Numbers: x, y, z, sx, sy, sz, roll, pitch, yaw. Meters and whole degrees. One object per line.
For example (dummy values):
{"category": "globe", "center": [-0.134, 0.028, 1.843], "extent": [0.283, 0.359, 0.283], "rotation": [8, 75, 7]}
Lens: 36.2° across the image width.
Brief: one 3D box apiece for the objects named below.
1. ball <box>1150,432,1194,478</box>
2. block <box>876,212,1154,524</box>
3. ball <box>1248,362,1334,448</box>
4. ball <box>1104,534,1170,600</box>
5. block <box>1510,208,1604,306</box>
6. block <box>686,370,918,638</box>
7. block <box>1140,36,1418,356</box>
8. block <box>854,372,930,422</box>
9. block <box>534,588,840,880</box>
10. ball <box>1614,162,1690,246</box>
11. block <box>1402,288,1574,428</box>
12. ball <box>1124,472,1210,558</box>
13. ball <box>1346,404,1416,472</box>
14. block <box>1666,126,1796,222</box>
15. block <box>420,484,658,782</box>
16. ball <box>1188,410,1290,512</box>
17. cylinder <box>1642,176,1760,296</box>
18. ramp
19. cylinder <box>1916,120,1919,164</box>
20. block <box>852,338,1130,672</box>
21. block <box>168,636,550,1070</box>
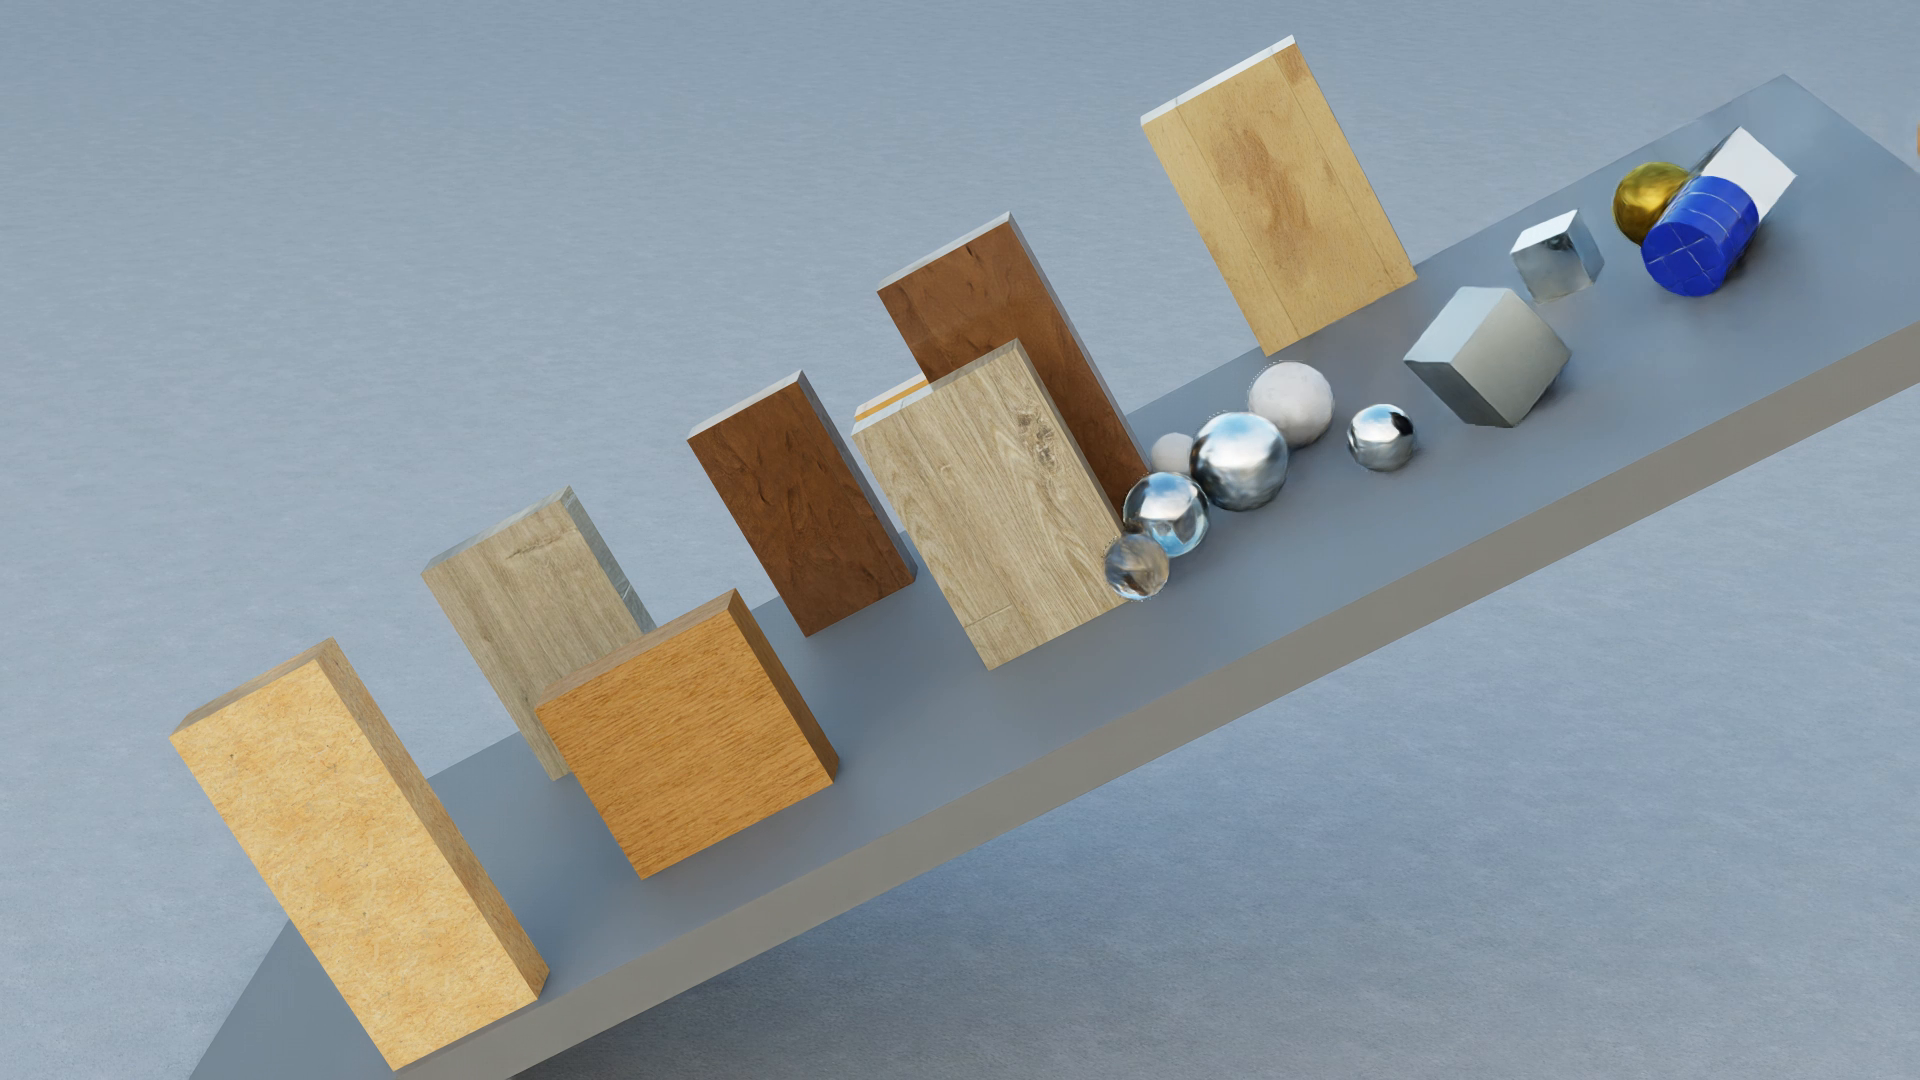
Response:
{"category": "ball", "center": [0.449, -0.167, 6.110], "extent": [0.111, 0.111, 0.111], "rotation": [0, 18, 0]}
{"category": "block", "center": [0.147, -0.278, 6.081], "extent": [0.305, 0.741, 0.101], "rotation": [-27, 14, 11]}
{"category": "ball", "center": [0.692, -0.282, 6.150], "extent": [0.180, 0.180, 0.180], "rotation": [0, 18, 0]}
{"category": "ball", "center": [0.342, 0.051, 5.708], "extent": [0.129, 0.129, 0.129], "rotation": [0, 18, 0]}
{"category": "block", "center": [1.258, -0.594, 6.192], "extent": [0.130, 0.130, 0.130], "rotation": [-21, 17, 31]}
{"category": "block", "center": [-0.363, -0.083, 6.824], "extent": [0.294, 0.547, 0.107], "rotation": [-27, 14, 11]}
{"category": "block", "center": [0.751, -0.806, 6.914], "extent": [0.400, 0.628, 0.126], "rotation": [-27, 14, 11]}
{"category": "block", "center": [0.066, -0.172, 6.419], "extent": [0.407, 0.475, 0.083], "rotation": [-27, 14, 11]}
{"category": "block", "center": [-0.540, 0.386, 5.843], "extent": [0.444, 0.413, 0.130], "rotation": [-27, 14, 11]}
{"category": "ball", "center": [1.438, -0.690, 6.060], "extent": [0.180, 0.180, 0.180], "rotation": [0, 18, 0]}
{"category": "block", "center": [1.010, -0.351, 5.636], "extent": [0.189, 0.189, 0.189], "rotation": [-50, 18, -9]}
{"category": "ball", "center": [0.413, -0.051, 5.876], "extent": [0.173, 0.173, 0.173], "rotation": [0, 18, 0]}
{"category": "ball", "center": [0.818, -0.198, 5.707], "extent": [0.134, 0.134, 0.134], "rotation": [0, 18, 0]}
{"category": "block", "center": [1.524, -0.693, 5.821], "extent": [0.148, 0.148, 0.148], "rotation": [-48, 0, -21]}
{"category": "block", "center": [-0.930, 0.219, 6.849], "extent": [0.380, 0.582, 0.119], "rotation": [-27, 14, 11]}
{"category": "ball", "center": [0.562, -0.158, 5.917], "extent": [0.203, 0.203, 0.203], "rotation": [0, 18, 0]}
{"category": "cylinder", "center": [1.437, -0.589, 5.707], "extent": [0.170, 0.170, 0.170], "rotation": [12, 44, 34]}
{"category": "ramp", "center": [0.142, 0.167, 6.283], "extent": [4.000, 0.100, 2.000], "rotation": [-27, 14, 11]}
{"category": "cylinder", "center": [1.990, -0.748, 5.769], "extent": [0.186, 0.186, 0.186], "rotation": [-7, 13, 26]}
{"category": "block", "center": [0.086, -0.068, 5.852], "extent": [0.371, 0.559, 0.089], "rotation": [-27, 14, 11]}
{"category": "block", "center": [-1.126, 0.597, 5.550], "extent": [0.327, 0.776, 0.125], "rotation": [-27, 14, 11]}
